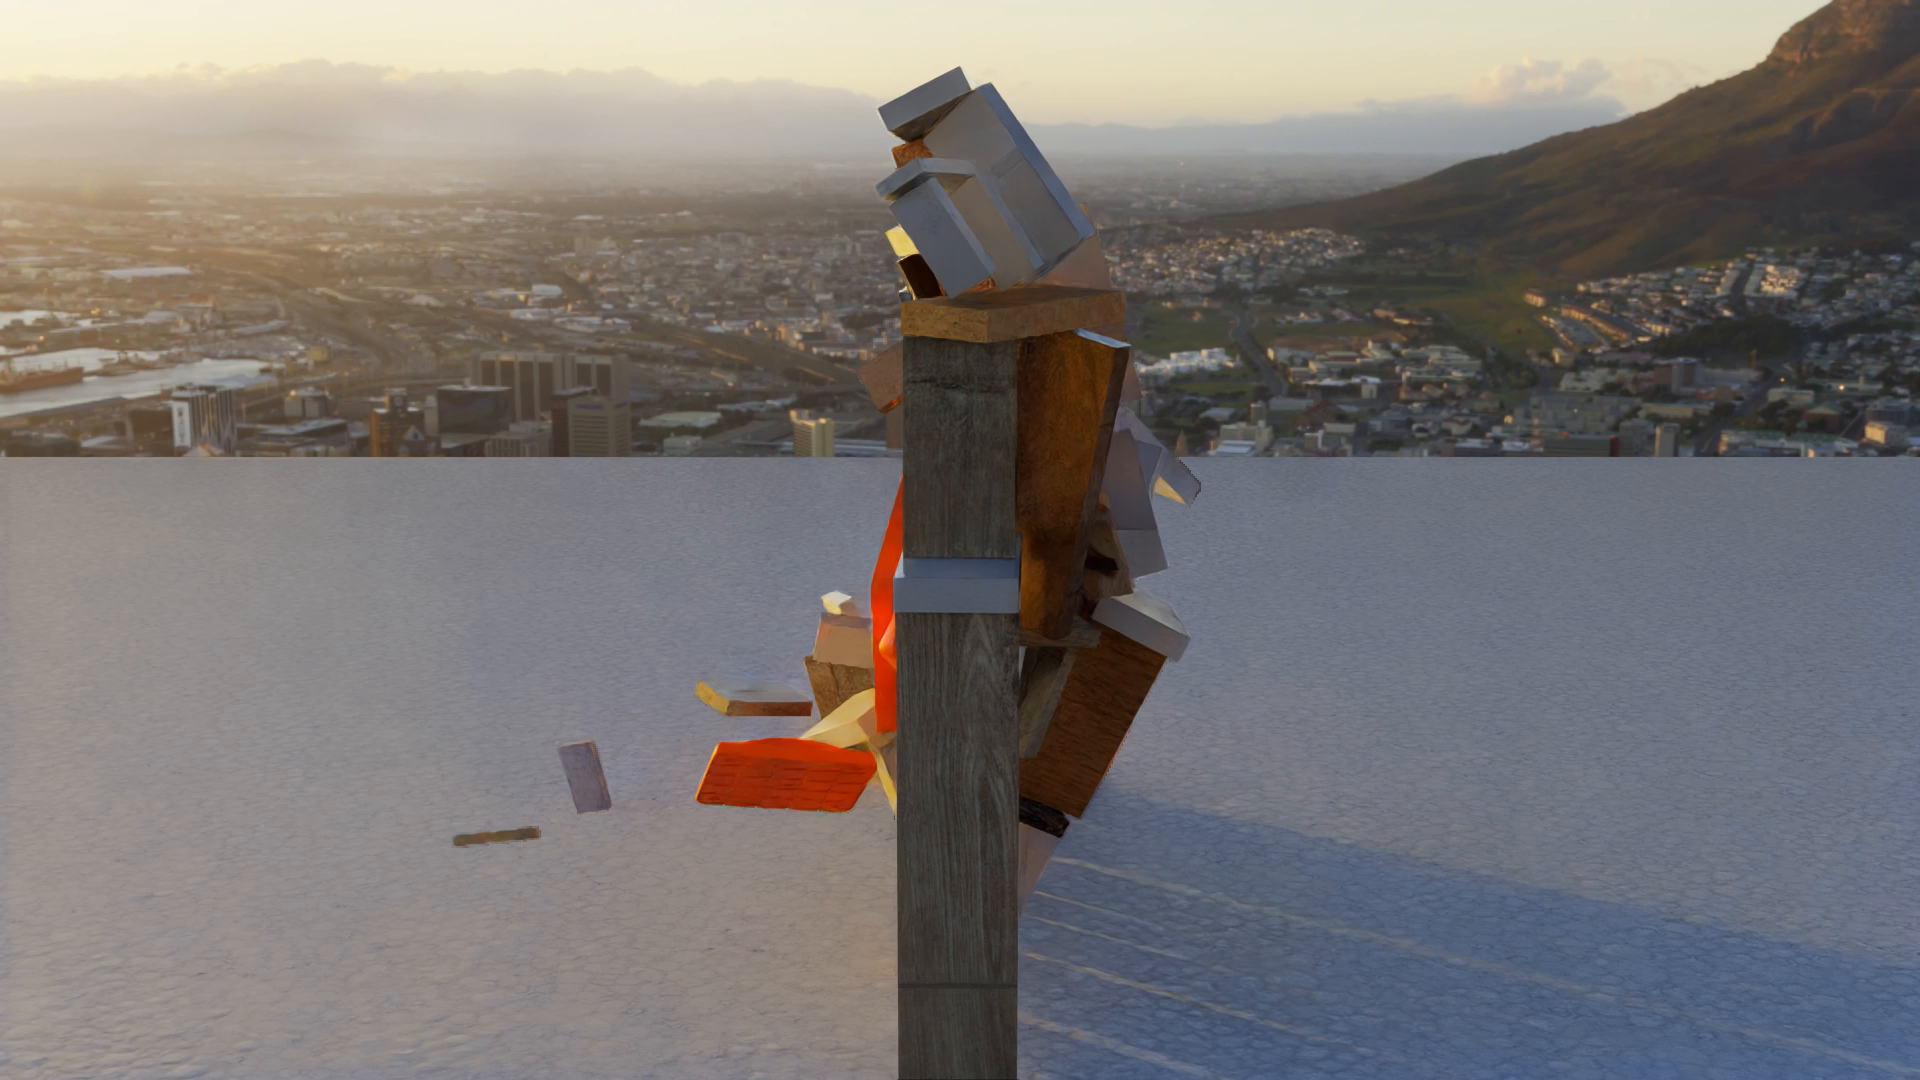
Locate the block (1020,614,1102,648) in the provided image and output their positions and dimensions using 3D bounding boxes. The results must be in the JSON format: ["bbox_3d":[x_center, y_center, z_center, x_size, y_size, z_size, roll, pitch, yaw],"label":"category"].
[{"bbox_3d":[0.097,0.123,3.176,0.194,0.028,0.097,3,17,-36],"label":"block"}]

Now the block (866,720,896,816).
[{"bbox_3d":[-0.064,0.403,3.816,0.142,0.283,0.040,-37,45,-21],"label":"block"}]

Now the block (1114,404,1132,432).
[{"bbox_3d":[0.191,-0.183,3.384,0.112,0.032,0.223,-17,9,-2],"label":"block"}]

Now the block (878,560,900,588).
[{"bbox_3d":[0.083,0.073,4.381,0.464,0.045,0.160,0,7,-28],"label":"block"}]

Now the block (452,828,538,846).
[{"bbox_3d":[-0.810,0.518,3.839,0.131,0.019,0.066,-7,-7,7],"label":"block"}]

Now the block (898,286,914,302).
[{"bbox_3d":[0.030,-0.287,3.558,0.108,0.325,0.030,-29,13,10],"label":"block"}]

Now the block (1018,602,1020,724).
[{"bbox_3d":[0.004,0.196,3.060,0.157,0.314,0.044,0,12,1],"label":"block"}]

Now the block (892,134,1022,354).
[{"bbox_3d":[0.051,-0.330,3.178,0.124,0.538,0.035,-18,5,18],"label":"block"}]

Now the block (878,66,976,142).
[{"bbox_3d":[-0.036,-0.603,3.062,0.124,0.035,0.248,-26,3,8],"label":"block"}]

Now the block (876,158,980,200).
[{"bbox_3d":[-0.041,-0.470,2.872,0.073,0.021,0.146,-29,-9,31],"label":"block"}]

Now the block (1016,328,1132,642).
[{"bbox_3d":[0.123,-0.085,3.063,0.146,0.428,0.041,22,22,29],"label":"block"}]

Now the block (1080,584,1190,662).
[{"bbox_3d":[0.269,0.111,3.441,0.149,0.042,0.299,27,7,-4],"label":"block"}]

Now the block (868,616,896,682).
[{"bbox_3d":[-0.048,0.162,3.785,0.195,0.098,0.028,-21,12,0],"label":"block"}]

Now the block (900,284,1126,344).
[{"bbox_3d":[0.073,-0.302,2.911,0.146,0.041,0.292,11,17,39],"label":"block"}]

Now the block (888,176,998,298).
[{"bbox_3d":[-0.022,-0.390,2.840,0.073,0.146,0.021,-27,14,38],"label":"block"}]

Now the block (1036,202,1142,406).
[{"bbox_3d":[0.159,-0.339,3.314,0.152,0.304,0.043,-17,8,1],"label":"block"}]

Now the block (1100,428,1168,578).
[{"bbox_3d":[0.231,-0.050,3.329,0.112,0.223,0.032,-16,10,0],"label":"block"}]

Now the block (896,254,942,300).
[{"bbox_3d":[0.053,-0.305,3.498,0.152,0.381,0.043,-28,10,-6],"label":"block"}]

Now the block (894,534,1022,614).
[{"bbox_3d":[0.001,0.040,2.918,0.157,0.044,0.314,1,11,2],"label":"block"}]

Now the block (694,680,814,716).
[{"bbox_3d":[-0.418,0.322,4.471,0.220,0.031,0.110,5,16,-44],"label":"block"}]

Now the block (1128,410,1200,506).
[{"bbox_3d":[0.323,-0.179,4.211,0.160,0.045,0.320,25,-10,38],"label":"block"}]

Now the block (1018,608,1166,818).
[{"bbox_3d":[0.186,0.268,3.391,0.149,0.299,0.042,25,7,-25],"label":"block"}]

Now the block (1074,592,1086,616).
[{"bbox_3d":[0.150,0.279,3.591,0.149,0.396,0.042,26,8,-3],"label":"block"}]

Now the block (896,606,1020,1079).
[{"bbox_3d":[-0.003,0.404,2.877,0.157,0.654,0.044,0,10,0],"label":"block"}]

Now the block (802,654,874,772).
[{"bbox_3d":[-0.208,0.308,4.100,0.110,0.220,0.031,-17,2,-7],"label":"block"}]

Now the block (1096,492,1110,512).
[{"bbox_3d":[0.148,-0.067,3.171,0.072,0.020,0.143,-20,-30,30],"label":"block"}]

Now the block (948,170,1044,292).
[{"bbox_3d":[0.044,-0.408,2.915,0.073,0.146,0.021,-30,4,46],"label":"block"}]

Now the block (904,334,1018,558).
[{"bbox_3d":[0.001,-0.123,2.877,0.146,0.292,0.041,1,11,2],"label":"block"}]

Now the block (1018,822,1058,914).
[{"bbox_3d":[0.058,0.523,3.389,0.104,0.208,0.029,26,5,-16],"label":"block"}]

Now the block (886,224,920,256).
[{"bbox_3d":[0.013,-0.497,3.375,0.152,0.043,0.304,-31,15,-19],"label":"block"}]

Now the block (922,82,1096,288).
[{"bbox_3d":[0.065,-0.481,2.986,0.124,0.248,0.035,-38,-4,41],"label":"block"}]

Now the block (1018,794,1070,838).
[{"bbox_3d":[0.087,0.396,3.445,0.104,0.029,0.208,25,7,-23],"label":"block"}]

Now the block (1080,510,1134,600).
[{"bbox_3d":[0.203,0.024,3.239,0.072,0.143,0.020,-9,36,18],"label":"block"}]

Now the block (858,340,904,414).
[{"bbox_3d":[-0.085,-0.318,3.976,0.187,0.094,0.027,-32,-25,10],"label":"block"}]

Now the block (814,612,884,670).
[{"bbox_3d":[-0.152,0.181,3.836,0.195,0.098,0.028,8,44,-6],"label":"block"}]

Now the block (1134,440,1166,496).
[{"bbox_3d":[0.239,-0.037,3.956,0.160,0.320,0.045,18,-13,18],"label":"block"}]

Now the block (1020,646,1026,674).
[{"bbox_3d":[0.030,0.230,3.172,0.097,0.194,0.028,16,11,29],"label":"block"}]

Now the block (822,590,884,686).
[{"bbox_3d":[-0.180,0.282,4.322,0.031,0.371,0.110,-23,14,-17],"label":"block"}]

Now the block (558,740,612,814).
[{"bbox_3d":[-0.684,0.432,4.014,0.066,0.131,0.019,-10,11,23],"label":"block"}]

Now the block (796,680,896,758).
[{"bbox_3d":[-0.170,0.305,3.810,0.142,0.040,0.283,-38,5,-27],"label":"block"}]

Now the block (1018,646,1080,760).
[{"bbox_3d":[0.105,0.218,3.281,0.028,0.194,0.097,6,19,-48],"label":"block"}]
